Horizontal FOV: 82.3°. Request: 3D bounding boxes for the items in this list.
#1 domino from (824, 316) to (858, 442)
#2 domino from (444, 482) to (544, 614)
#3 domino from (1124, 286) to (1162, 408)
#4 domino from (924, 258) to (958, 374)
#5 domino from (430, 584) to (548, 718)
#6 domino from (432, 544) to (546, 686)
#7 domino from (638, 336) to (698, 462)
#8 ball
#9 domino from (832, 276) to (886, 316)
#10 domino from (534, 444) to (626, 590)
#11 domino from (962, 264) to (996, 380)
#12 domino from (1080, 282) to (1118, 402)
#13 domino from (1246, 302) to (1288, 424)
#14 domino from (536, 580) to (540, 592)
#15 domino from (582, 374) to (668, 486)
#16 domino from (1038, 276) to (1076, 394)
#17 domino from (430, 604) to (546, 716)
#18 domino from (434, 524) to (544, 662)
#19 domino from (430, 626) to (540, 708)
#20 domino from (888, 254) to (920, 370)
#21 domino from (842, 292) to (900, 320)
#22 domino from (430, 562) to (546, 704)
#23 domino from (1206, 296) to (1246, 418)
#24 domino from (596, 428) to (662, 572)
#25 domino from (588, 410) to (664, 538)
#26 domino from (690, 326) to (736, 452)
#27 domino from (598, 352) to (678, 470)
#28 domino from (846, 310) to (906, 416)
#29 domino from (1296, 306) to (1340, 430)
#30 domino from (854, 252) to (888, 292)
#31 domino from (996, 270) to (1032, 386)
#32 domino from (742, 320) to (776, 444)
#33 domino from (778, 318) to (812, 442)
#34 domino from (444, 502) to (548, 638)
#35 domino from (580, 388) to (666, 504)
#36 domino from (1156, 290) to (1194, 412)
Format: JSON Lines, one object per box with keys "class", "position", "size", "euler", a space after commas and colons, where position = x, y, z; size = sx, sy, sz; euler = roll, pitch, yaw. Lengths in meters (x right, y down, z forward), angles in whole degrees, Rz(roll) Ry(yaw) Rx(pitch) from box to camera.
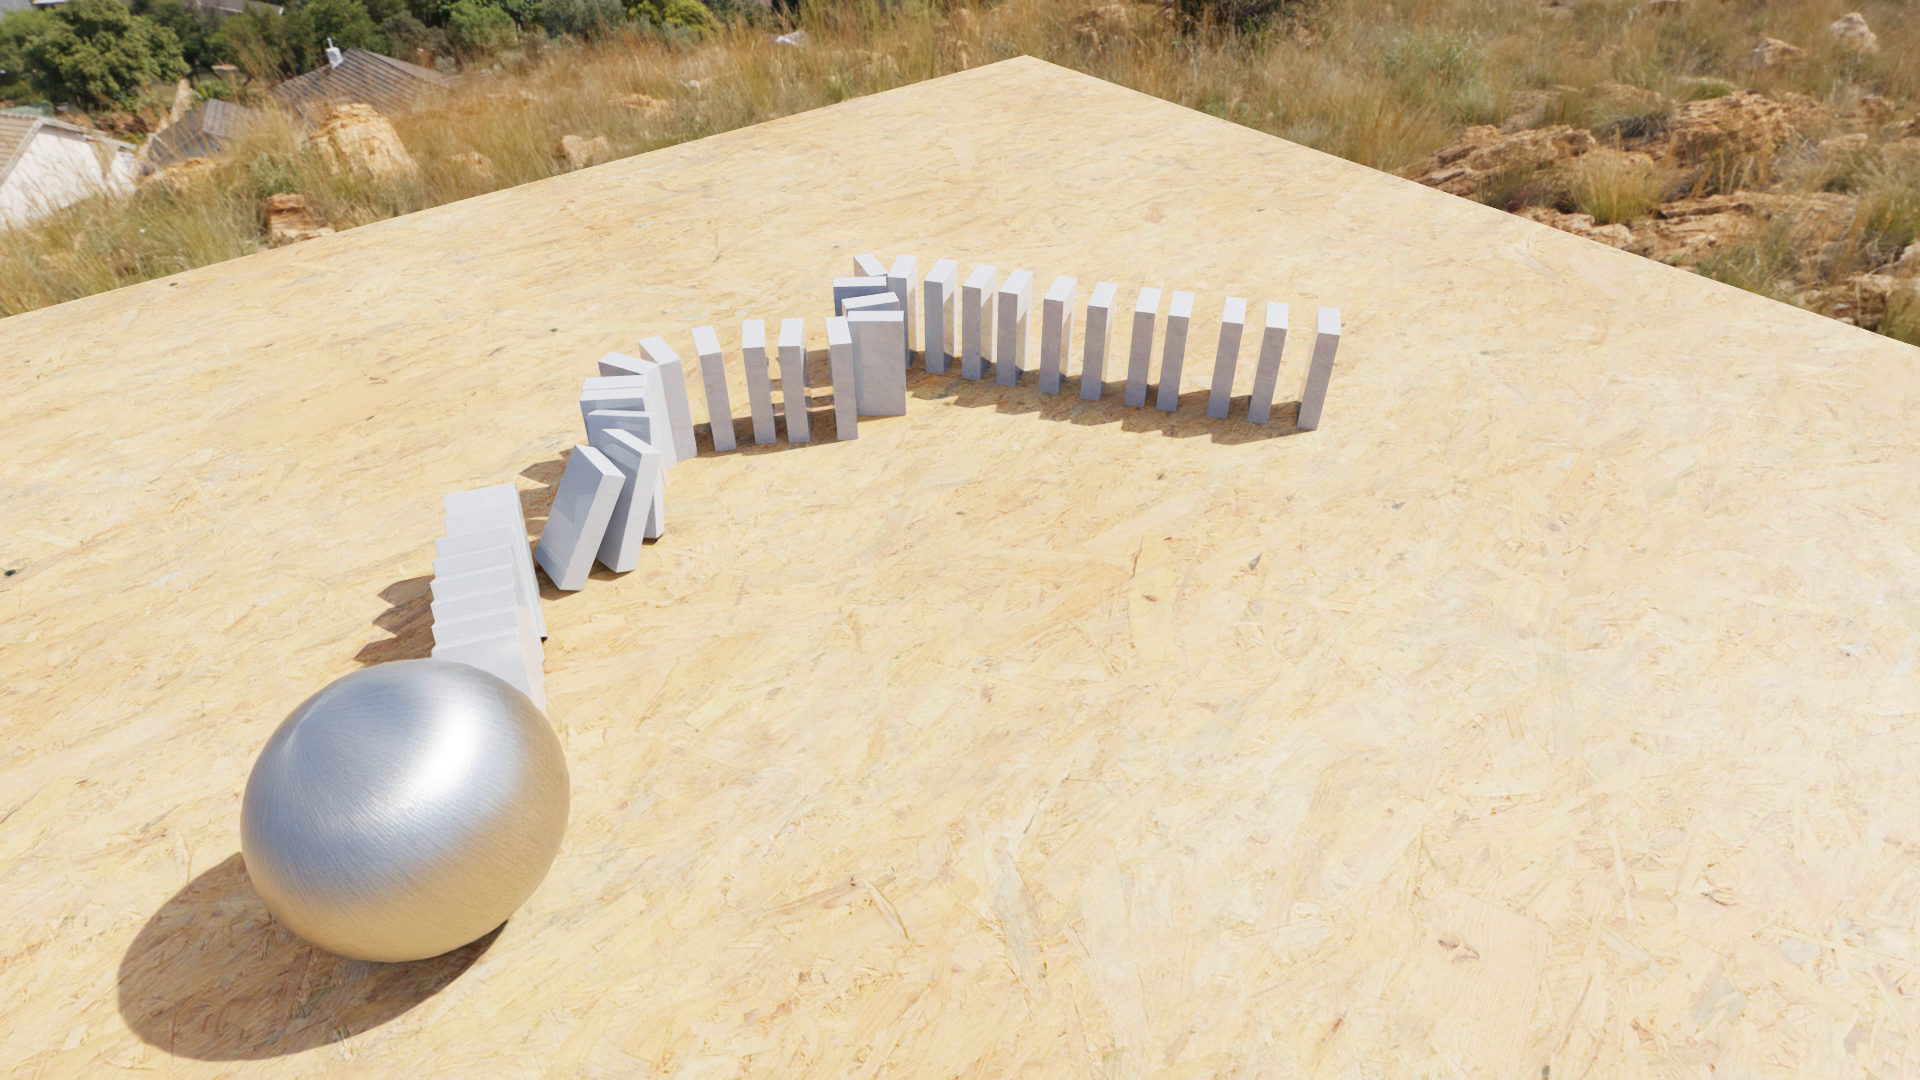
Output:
{"class": "domino", "position": [-0.054, -0.073, 0.501], "size": [0.009, 0.050, 0.025], "euler": [-7, 40, -8]}
{"class": "domino", "position": [-0.175, 0.006, 0.412], "size": [0.025, 0.009, 0.050], "euler": [-12, 83, -15]}
{"class": "domino", "position": [0.087, -0.091, 0.523], "size": [0.009, 0.050, 0.025], "euler": [9, 40, 11]}
{"class": "domino", "position": [-0.009, -0.111, 0.547], "size": [0.009, 0.050, 0.025], "euler": [11, 40, 13]}
{"class": "domino", "position": [-0.154, 0.042, 0.362], "size": [0.025, 0.050, 0.009], "euler": [-12, 10, -15]}
{"class": "domino", "position": [-0.162, 0.028, 0.379], "size": [0.025, 0.050, 0.009], "euler": [-12, 9, -15]}
{"class": "domino", "position": [-0.129, -0.062, 0.487], "size": [0.009, 0.050, 0.025], "euler": [-23, 45, -26]}
{"class": "ball", "position": [-0.148, 0.072, 0.299], "size": [0.080, 0.080, 0.080], "euler": [0, 39, 0]}
{"class": "domino", "position": [-0.048, -0.103, 0.538], "size": [0.025, 0.050, 0.009], "euler": [-2, 39, -2]}
{"class": "domino", "position": [-0.147, -0.008, 0.424], "size": [0.010, 0.050, 0.025], "euler": [7, 24, -49]}
{"class": "domino", "position": [0.009, -0.107, 0.542], "size": [0.010, 0.050, 0.025], "euler": [12, 41, 14]}
{"class": "domino", "position": [0.066, -0.095, 0.527], "size": [0.010, 0.050, 0.025], "euler": [11, 40, 13]}
{"class": "domino", "position": [0.143, -0.082, 0.512], "size": [0.010, 0.050, 0.025], "euler": [9, 40, 11]}
{"class": "domino", "position": [-0.185, 0.006, 0.436], "size": [0.025, 0.010, 0.050], "euler": [-17, 42, -20]}
{"class": "domino", "position": [-0.142, -0.045, 0.467], "size": [0.025, 0.050, 0.009], "euler": [-4, 39, -5]}
{"class": "domino", "position": [0.047, -0.099, 0.532], "size": [0.010, 0.050, 0.025], "euler": [12, 41, 14]}
{"class": "domino", "position": [-0.150, 0.048, 0.354], "size": [0.025, 0.050, 0.010], "euler": [-12, 10, -15]}
{"class": "domino", "position": [-0.165, 0.021, 0.388], "size": [0.025, 0.050, 0.009], "euler": [-12, 7, -15]}
{"class": "domino", "position": [-0.146, 0.055, 0.346], "size": [0.025, 0.050, 0.009], "euler": [-12, 10, -15]}
{"class": "domino", "position": [-0.028, -0.114, 0.550], "size": [0.009, 0.050, 0.025], "euler": [6, 40, 7]}
{"class": "domino", "position": [-0.041, -0.091, 0.523], "size": [0.025, 0.050, 0.010], "euler": [-11, 41, -13]}
{"class": "domino", "position": [-0.158, 0.035, 0.370], "size": [0.025, 0.050, 0.009], "euler": [-12, 10, -15]}
{"class": "domino", "position": [0.125, -0.085, 0.516], "size": [0.009, 0.050, 0.025], "euler": [9, 40, 11]}
{"class": "domino", "position": [-0.134, -0.016, 0.431], "size": [0.025, 0.050, 0.009], "euler": [28, 21, 29]}
{"class": "domino", "position": [-0.134, -0.027, 0.444], "size": [0.025, 0.050, 0.009], "euler": [3, 18, 3]}
{"class": "domino", "position": [-0.111, -0.068, 0.494], "size": [0.009, 0.050, 0.025], "euler": [-13, 41, -15]}
{"class": "domino", "position": [-0.140, -0.055, 0.479], "size": [0.025, 0.050, 0.009], "euler": [18, 42, 20]}
{"class": "domino", "position": [-0.038, -0.082, 0.511], "size": [0.025, 0.050, 0.009], "euler": [0, 39, 0]}
{"class": "domino", "position": [0.165, -0.079, 0.508], "size": [0.009, 0.050, 0.025], "euler": [9, 40, 11]}
{"class": "domino", "position": [-0.044, -0.115, 0.552], "size": [0.009, 0.050, 0.025], "euler": [-15, 42, -18]}
{"class": "domino", "position": [0.027, -0.103, 0.538], "size": [0.009, 0.050, 0.025], "euler": [13, 41, 15]}
{"class": "domino", "position": [-0.091, -0.071, 0.499], "size": [0.009, 0.050, 0.025], "euler": [-5, 40, -7]}
{"class": "domino", "position": [-0.074, -0.072, 0.500], "size": [0.009, 0.050, 0.025], "euler": [-2, 39, -2]}
{"class": "domino", "position": [-0.169, 0.014, 0.401], "size": [0.025, 0.050, 0.009], "euler": [-12, -3, -15]}
{"class": "domino", "position": [-0.140, -0.038, 0.457], "size": [0.025, 0.050, 0.010], "euler": [-4, 33, -5]}
{"class": "domino", "position": [0.102, -0.089, 0.520], "size": [0.009, 0.050, 0.025], "euler": [9, 40, 11]}
